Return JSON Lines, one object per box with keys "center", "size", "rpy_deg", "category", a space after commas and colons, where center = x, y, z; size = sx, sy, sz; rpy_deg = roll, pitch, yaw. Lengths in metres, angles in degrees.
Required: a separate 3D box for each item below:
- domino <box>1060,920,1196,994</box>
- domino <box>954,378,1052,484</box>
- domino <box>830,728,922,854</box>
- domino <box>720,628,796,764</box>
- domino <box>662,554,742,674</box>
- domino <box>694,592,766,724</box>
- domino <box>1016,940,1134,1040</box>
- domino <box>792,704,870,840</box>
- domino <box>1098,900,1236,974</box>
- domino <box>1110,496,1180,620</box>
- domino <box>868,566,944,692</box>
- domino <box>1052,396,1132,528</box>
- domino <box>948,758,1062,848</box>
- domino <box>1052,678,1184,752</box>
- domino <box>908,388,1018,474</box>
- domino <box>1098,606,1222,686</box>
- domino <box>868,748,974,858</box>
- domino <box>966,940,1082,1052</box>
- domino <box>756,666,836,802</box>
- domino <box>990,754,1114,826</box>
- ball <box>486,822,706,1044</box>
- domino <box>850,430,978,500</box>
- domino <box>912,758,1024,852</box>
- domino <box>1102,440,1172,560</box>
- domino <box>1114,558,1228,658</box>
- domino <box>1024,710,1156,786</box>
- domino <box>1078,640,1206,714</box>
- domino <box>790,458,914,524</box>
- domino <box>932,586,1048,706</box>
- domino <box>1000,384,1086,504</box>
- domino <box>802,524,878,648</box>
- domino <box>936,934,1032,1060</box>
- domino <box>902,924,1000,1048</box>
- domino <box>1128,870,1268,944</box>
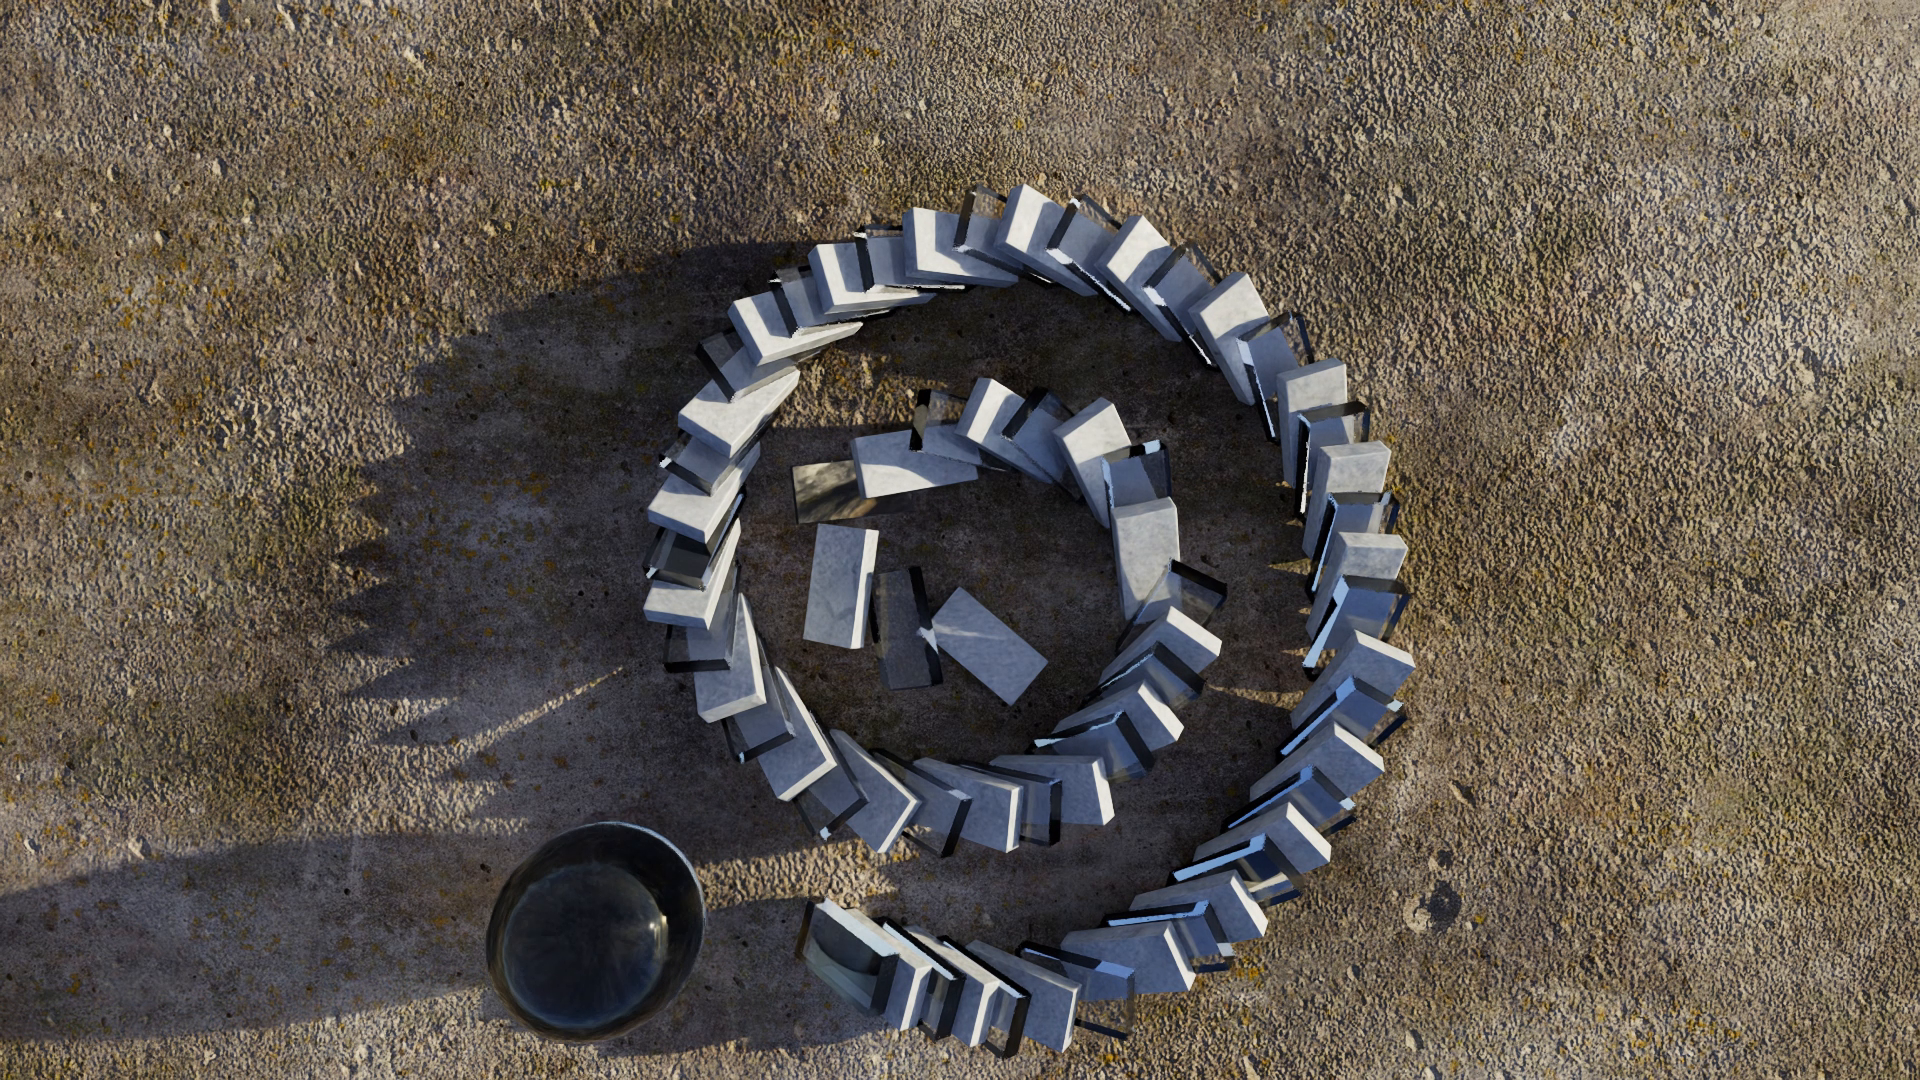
{"center": [0.069, 0.175, 0.382], "size": [0.050, 0.009, 0.025], "rpy_deg": [-23, 92, 33], "category": "domino"}
{"center": [0.023, -0.045, 0.381], "size": [0.050, 0.009, 0.025], "rpy_deg": [25, 88, -36], "category": "domino"}
{"center": [-0.042, 0.104, 0.383], "size": [0.050, 0.009, 0.025], "rpy_deg": [34, 90, 32], "category": "domino"}
{"center": [-0.088, 0.065, 0.383], "size": [0.025, 0.009, 0.050], "rpy_deg": [-26, 59, 0], "category": "domino"}
{"center": [-0.107, 0.030, 0.382], "size": [0.025, 0.009, 0.050], "rpy_deg": [-4, 55, 0], "category": "domino"}
{"center": [-0.098, 0.048, 0.381], "size": [0.025, 0.010, 0.050], "rpy_deg": [-19, 54, 1], "category": "domino"}
{"center": [0.047, 0.188, 0.383], "size": [0.050, 0.009, 0.025], "rpy_deg": [1, 90, 30], "category": "domino"}
{"center": [-0.061, 0.096, 0.382], "size": [0.025, 0.009, 0.050], "rpy_deg": [-40, 59, 2], "category": "domino"}
{"center": [0.085, 0.167, 0.382], "size": [0.050, 0.010, 0.025], "rpy_deg": [-24, 92, 34], "category": "domino"}
{"center": [0.078, 0.008, 0.383], "size": [0.025, 0.010, 0.050], "rpy_deg": [-12, 120, 0], "category": "domino"}
{"center": [-0.025, 0.038, 0.390], "size": [0.025, 0.010, 0.050], "rpy_deg": [-11, 90, 30], "category": "domino"}
{"center": [0.060, -0.032, 0.381], "size": [0.025, 0.010, 0.050], "rpy_deg": [-35, 123, -4], "category": "domino"}
{"center": [0.018, 0.109, 0.382], "size": [0.050, 0.009, 0.025], "rpy_deg": [2, 91, 35], "category": "domino"}
{"center": [0.065, 0.079, 0.380], "size": [0.025, 0.010, 0.050], "rpy_deg": [51, 130, -2], "category": "domino"}
{"center": [0.004, -0.045, 0.382], "size": [0.050, 0.009, 0.025], "rpy_deg": [10, 90, -35], "category": "domino"}
{"center": [0.082, 0.051, 0.380], "size": [0.025, 0.010, 0.050], "rpy_deg": [35, 131, -1], "category": "domino"}
{"center": [-0.021, 0.109, 0.383], "size": [0.050, 0.010, 0.025], "rpy_deg": [20, 90, 33], "category": "domino"}
{"center": [0.024, 0.190, 0.384], "size": [0.050, 0.010, 0.025], "rpy_deg": [11, 90, 28], "category": "domino"}
{"center": [-0.075, 0.080, 0.383], "size": [0.025, 0.010, 0.050], "rpy_deg": [-37, 59, 0], "category": "domino"}
{"center": [0.037, 0.103, 0.381], "size": [0.050, 0.009, 0.025], "rpy_deg": [-9, 93, 36], "category": "domino"}
{"center": [-0.141, 0.152, 0.360], "size": [0.080, 0.080, 0.080], "rpy_deg": [0, 90, 0], "category": "ball"}
{"center": [-0.019, -0.034, 0.387], "size": [0.050, 0.009, 0.025], "rpy_deg": [-11, 91, -20], "category": "domino"}
{"center": [0.002, 0.109, 0.381], "size": [0.050, 0.010, 0.025], "rpy_deg": [7, 94, 35], "category": "domino"}
{"center": [0.075, -0.015, 0.382], "size": [0.025, 0.009, 0.050], "rpy_deg": [-15, 120, -5], "category": "domino"}
{"center": [0.087, 0.034, 0.382], "size": [0.025, 0.010, 0.050], "rpy_deg": [25, 125, 0], "category": "domino"}
{"center": [0.053, 0.090, 0.380], "size": [0.050, 0.010, 0.025], "rpy_deg": [-30, 94, 39], "category": "domino"}
{"center": [0.074, 0.065, 0.380], "size": [0.025, 0.009, 0.050], "rpy_deg": [41, 131, -2], "category": "domino"}
{"center": [-0.046, -0.022, 0.395], "size": [0.050, 0.010, 0.025], "rpy_deg": [-6, 90, 0], "category": "domino"}
{"center": [0.011, 0.045, 0.395], "size": [0.050, 0.010, 0.025], "rpy_deg": [40, 90, 0], "category": "domino"}
{"center": [0.042, -0.039, 0.382], "size": [0.050, 0.009, 0.025], "rpy_deg": [37, 89, -35], "category": "domino"}
{"center": [-0.051, 0.019, 0.390], "size": [0.025, 0.010, 0.050], "rpy_deg": [7, 90, 28], "category": "domino"}
{"center": [0.005, 0.188, 0.379], "size": [0.050, 0.010, 0.025], "rpy_deg": [14, 90, 44], "category": "domino"}
{"center": [-0.008, 0.183, 0.379], "size": [0.050, 0.010, 0.025], "rpy_deg": [13, 89, 44], "category": "domino"}
{"center": [0.099, 0.156, 0.382], "size": [0.050, 0.009, 0.025], "rpy_deg": [-31, 90, 34], "category": "domino"}
